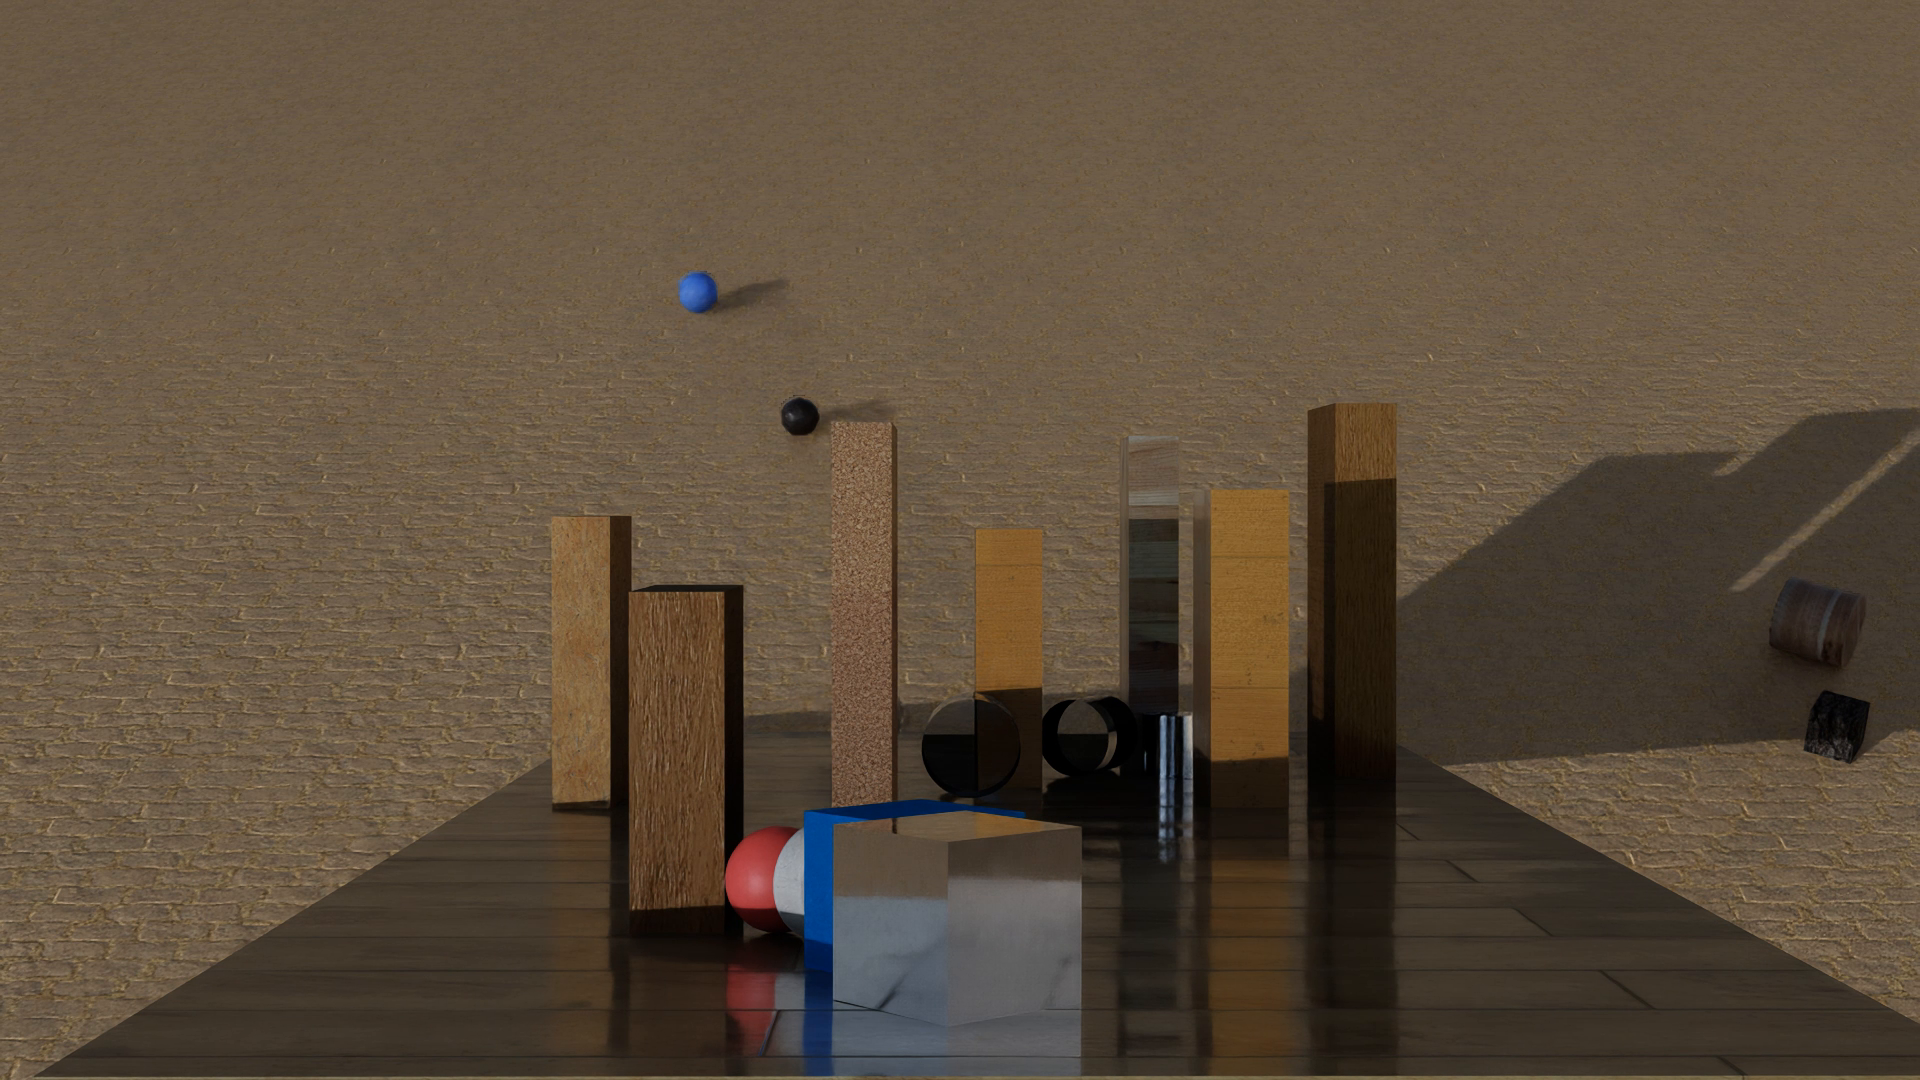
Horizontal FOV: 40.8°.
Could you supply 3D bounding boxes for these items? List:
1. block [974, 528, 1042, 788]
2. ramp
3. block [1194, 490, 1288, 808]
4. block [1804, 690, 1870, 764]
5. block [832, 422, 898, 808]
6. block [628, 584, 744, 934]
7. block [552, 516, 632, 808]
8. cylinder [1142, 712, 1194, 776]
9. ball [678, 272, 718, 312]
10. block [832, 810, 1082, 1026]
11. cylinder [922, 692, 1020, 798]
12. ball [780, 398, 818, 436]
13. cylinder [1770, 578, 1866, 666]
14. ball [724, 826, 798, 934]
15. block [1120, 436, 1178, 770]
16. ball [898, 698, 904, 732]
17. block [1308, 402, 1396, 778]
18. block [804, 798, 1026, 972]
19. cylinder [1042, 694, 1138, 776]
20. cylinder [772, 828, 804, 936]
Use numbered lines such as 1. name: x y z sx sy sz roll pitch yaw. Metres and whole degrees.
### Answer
1. block: 0.100 0.240 5.493 0.136 0.529 0.398 0 1 0
2. ramp: 0.063 0.566 4.605 2.000 0.100 4.000 0 1 0
3. block: 0.553 0.205 5.117 0.149 0.608 0.368 0 1 0
4. block: 2.267 0.483 6.680 0.121 0.121 0.121 16 32 28
5. block: -0.133 0.183 3.653 0.082 0.689 0.330 0 1 0
6. block: -0.382 0.298 3.635 0.129 0.460 0.310 0 1 0
7. block: -0.722 0.231 5.085 0.111 0.557 0.327 0 1 0
8. cylinder: 0.457 0.439 5.564 0.129 0.129 0.129 0 1 0
9. ball: -0.937 -0.884 9.239 0.141 0.141 0.141 0 28 0
10. block: -0.004 0.433 2.997 0.205 0.205 0.205 -1 1 -41
11. cylinder: 0.023 0.410 5.198 0.196 0.196 0.196 0 1 1
12. ball: -0.517 -0.397 8.339 0.123 0.123 0.123 0 28 0
13. cylinder: 2.350 0.226 7.080 0.197 0.197 0.197 17 32 29
14. ball: -0.245 0.458 3.485 0.144 0.144 0.144 0 28 0
15. block: 0.422 0.136 5.786 0.109 0.729 0.323 0 1 0
16. ball: -0.218 0.413 6.092 0.168 0.168 0.168 0 28 0
17. block: 0.858 0.105 5.678 0.130 0.794 0.429 0 1 0
18. block: -0.057 0.435 3.217 0.195 0.195 0.195 -1 1 -42
19. cylinder: 0.278 0.421 5.581 0.164 0.164 0.164 15 7 26
20. cylinder: -0.136 0.454 3.382 0.156 0.156 0.156 -25 17 -39
